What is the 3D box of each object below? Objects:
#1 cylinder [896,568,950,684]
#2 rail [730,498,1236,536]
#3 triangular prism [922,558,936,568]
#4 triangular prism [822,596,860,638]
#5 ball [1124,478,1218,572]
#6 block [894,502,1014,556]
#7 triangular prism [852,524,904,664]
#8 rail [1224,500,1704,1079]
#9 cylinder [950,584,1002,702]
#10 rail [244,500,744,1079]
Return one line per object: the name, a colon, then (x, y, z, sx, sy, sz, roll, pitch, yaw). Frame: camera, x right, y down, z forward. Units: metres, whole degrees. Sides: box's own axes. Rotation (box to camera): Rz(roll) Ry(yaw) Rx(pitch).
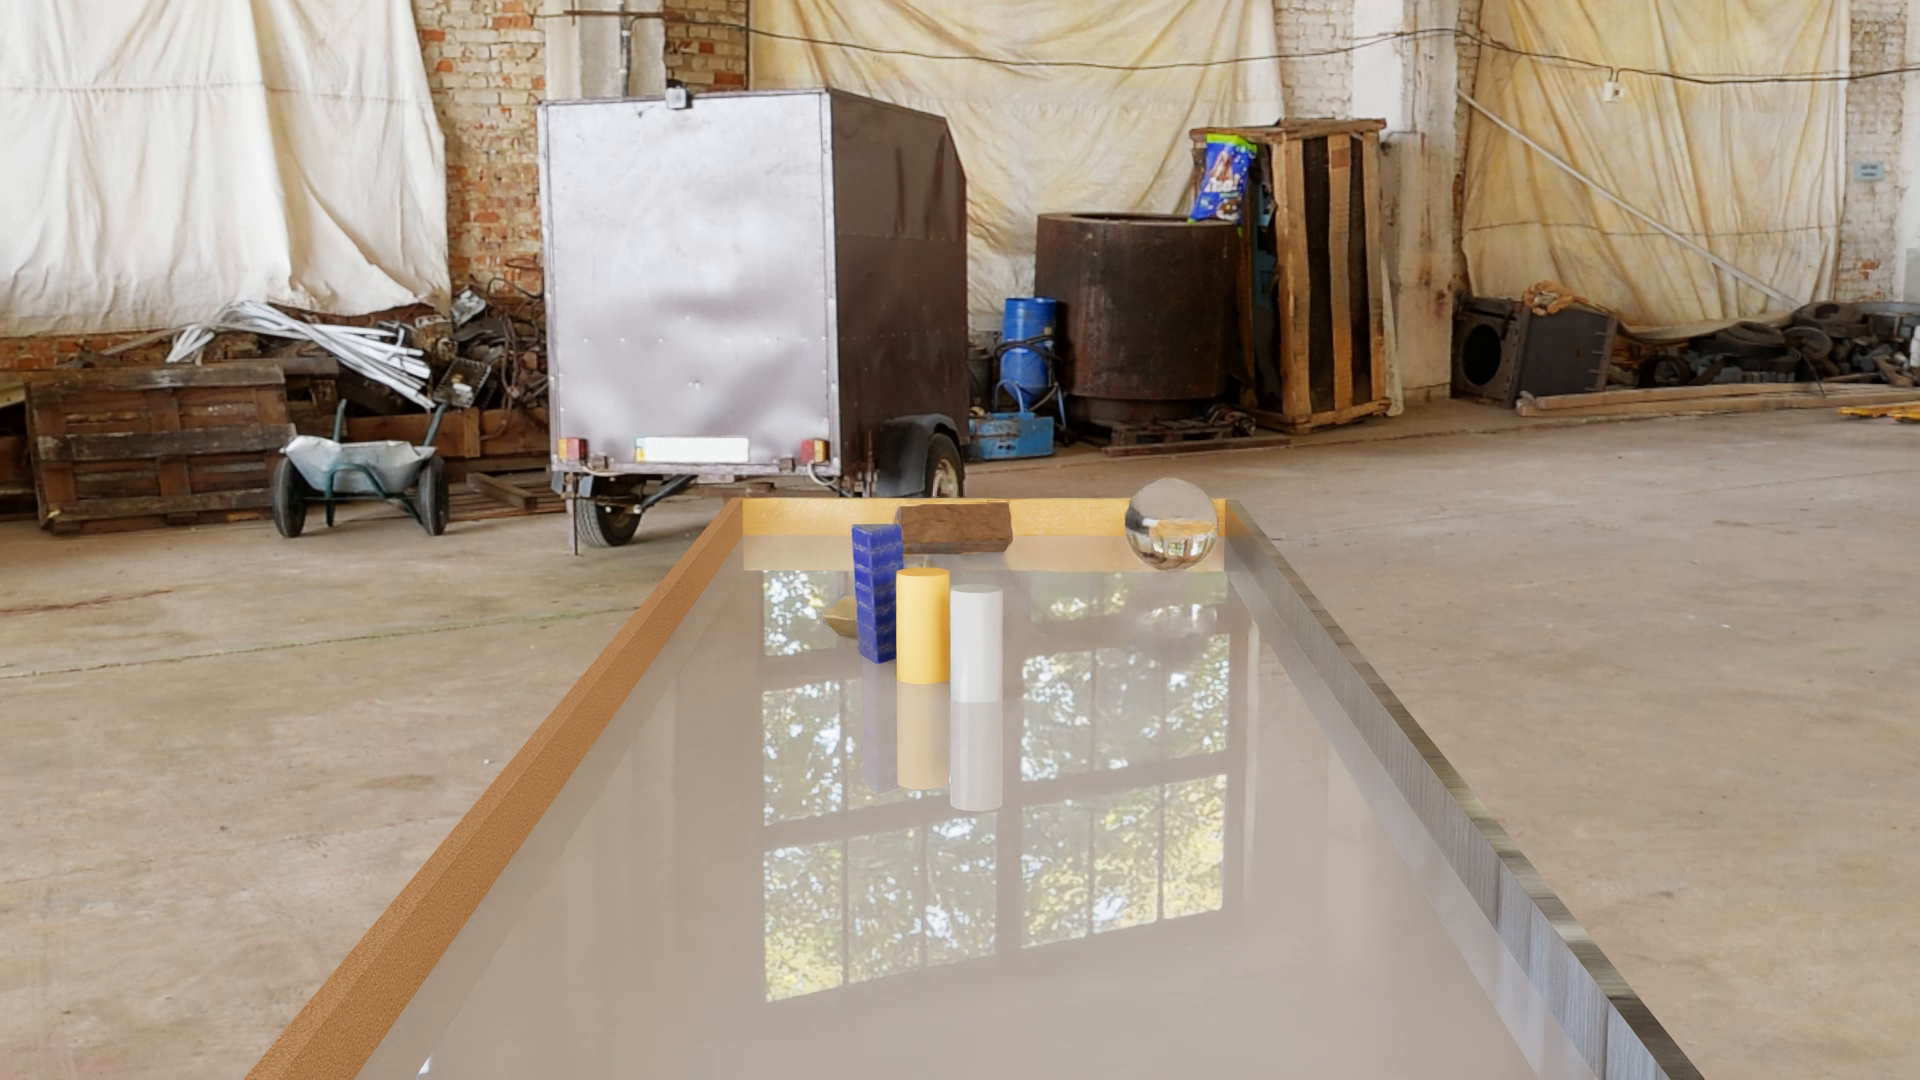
cylinder: (-0.108, 0.249, 6.429, 0.155, 0.316, 0.155, 0, 9, 0)
rail: (0.099, -0.098, 9.147, 2.100, 0.150, 0.050, 0, 9, 1)
triangular prism: (-0.112, 0.180, 7.150, 0.108, 0.093, 0.406, -10, 24, 7)
triangular prism: (-0.267, 0.241, 6.951, 0.306, 0.111, 0.128, 7, -29, 36)
ball: (0.793, -0.057, 8.247, 0.352, 0.352, 0.352, 0, 9, 0)
block: (-0.028, -0.043, 8.614, 0.436, 0.153, 0.153, -2, -18, -12)
triangular prism: (-0.267, 0.157, 6.710, 0.131, 0.406, 0.152, 5, 13, 38)
rail: (1.046, 0.843, 3.208, 0.050, 0.150, 12.000, 0, 9, 1)
cylinder: (0.047, 0.290, 6.188, 0.148, 0.311, 0.148, 0, 9, 0)
rail: (-1.004, 0.839, 3.234, 0.050, 0.150, 12.000, 0, 9, 1)
